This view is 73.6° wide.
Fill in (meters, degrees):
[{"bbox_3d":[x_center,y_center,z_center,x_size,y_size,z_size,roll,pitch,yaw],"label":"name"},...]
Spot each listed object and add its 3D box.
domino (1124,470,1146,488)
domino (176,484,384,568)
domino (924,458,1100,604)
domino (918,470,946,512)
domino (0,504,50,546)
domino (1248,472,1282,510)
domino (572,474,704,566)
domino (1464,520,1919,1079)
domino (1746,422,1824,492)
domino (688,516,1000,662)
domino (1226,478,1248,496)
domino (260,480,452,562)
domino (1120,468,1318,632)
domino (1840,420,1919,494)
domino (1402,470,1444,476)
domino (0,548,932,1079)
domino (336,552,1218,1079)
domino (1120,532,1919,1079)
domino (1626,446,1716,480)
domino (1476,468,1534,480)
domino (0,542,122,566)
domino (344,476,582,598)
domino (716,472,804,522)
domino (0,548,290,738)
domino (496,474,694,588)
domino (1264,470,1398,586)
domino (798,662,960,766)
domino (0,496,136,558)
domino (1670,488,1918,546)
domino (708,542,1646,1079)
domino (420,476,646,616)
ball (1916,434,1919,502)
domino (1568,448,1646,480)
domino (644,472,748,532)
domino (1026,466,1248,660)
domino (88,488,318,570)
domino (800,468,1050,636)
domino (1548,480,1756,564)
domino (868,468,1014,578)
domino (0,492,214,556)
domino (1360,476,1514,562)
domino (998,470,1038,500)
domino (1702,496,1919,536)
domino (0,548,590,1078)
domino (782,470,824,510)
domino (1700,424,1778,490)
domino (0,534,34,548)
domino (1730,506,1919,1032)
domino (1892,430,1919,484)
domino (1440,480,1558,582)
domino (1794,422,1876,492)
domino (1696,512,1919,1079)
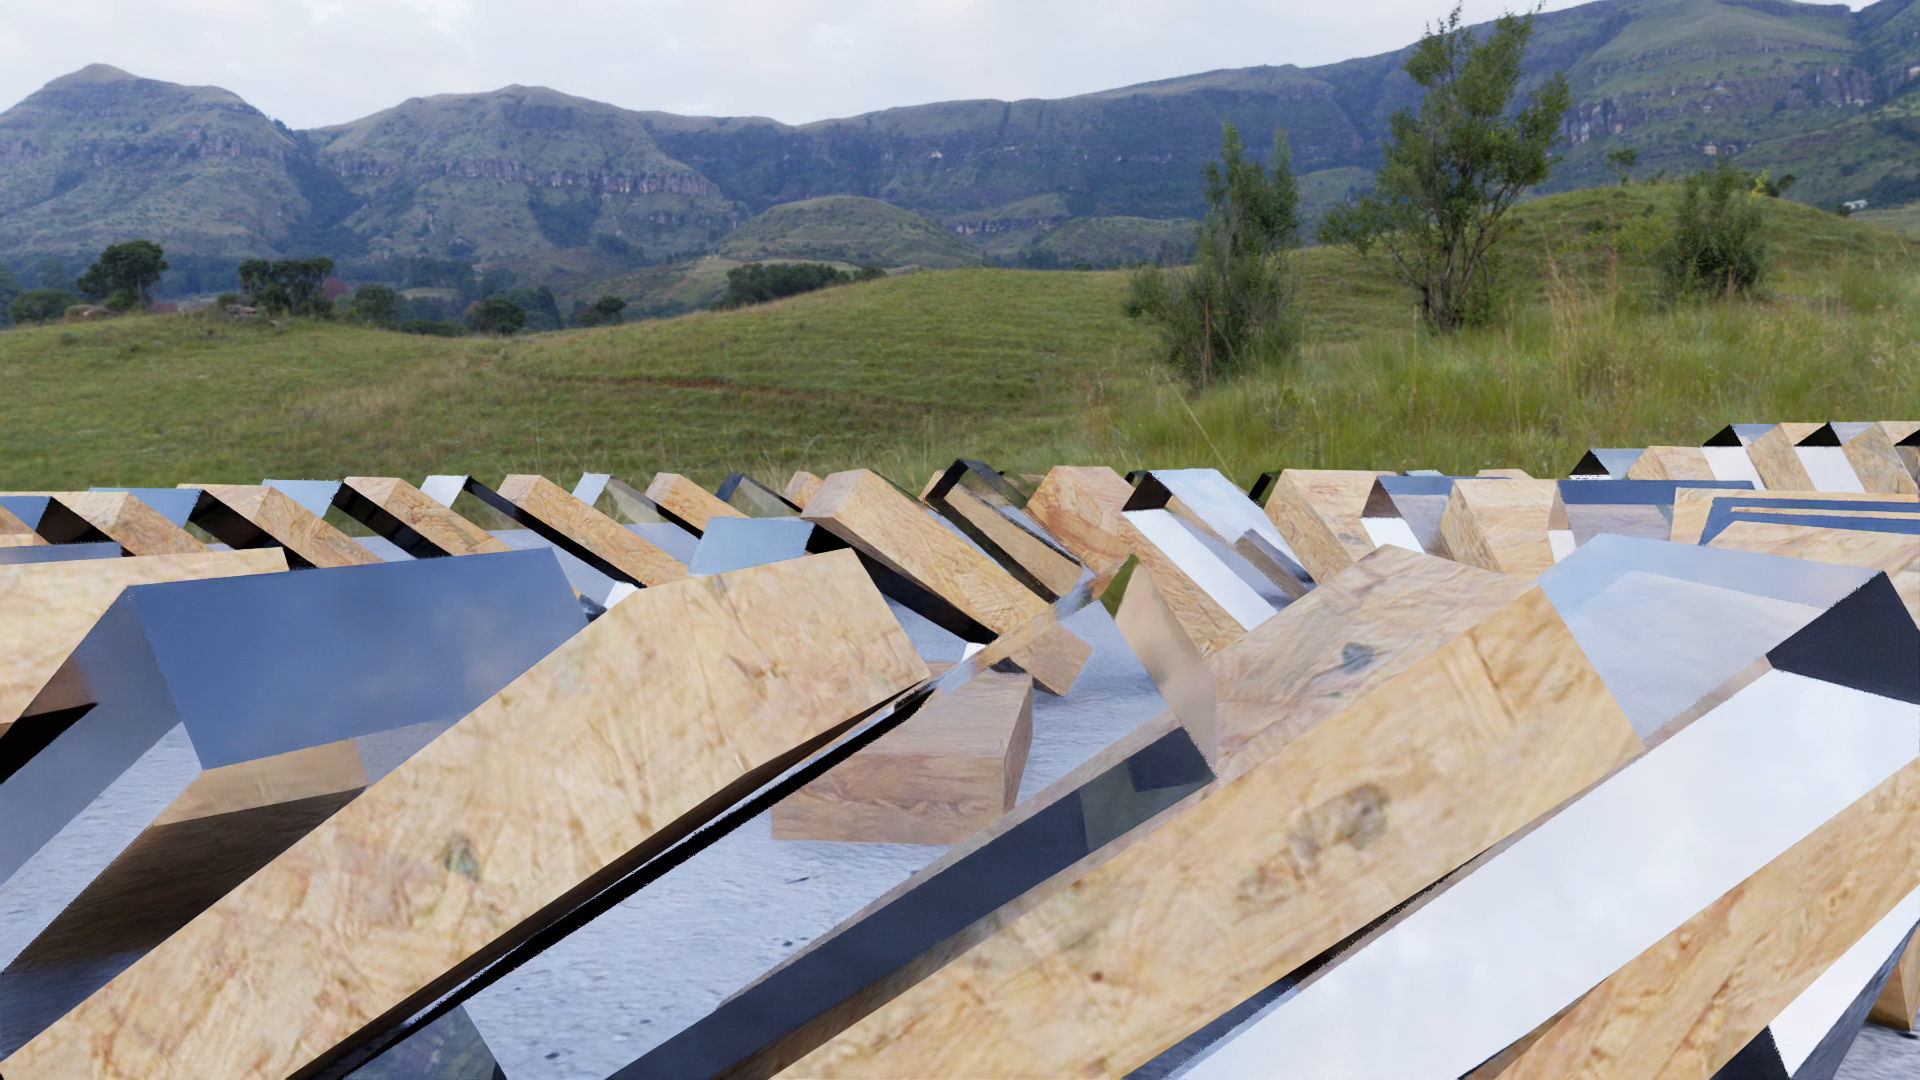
[{"bbox_3d":[0.068,-0.002,0.363,0.050,0.010,0.025,35,13,12],"label":"domino"},{"bbox_3d":[-0.126,0.006,0.252,0.025,0.009,0.050,2,-28,24],"label":"domino"},{"bbox_3d":[0.018,0.005,0.236,0.050,0.010,0.025,41,9,7],"label":"domino"},{"bbox_3d":[0.012,-0.003,0.368,0.050,0.009,0.025,33,5,0],"label":"domino"},{"bbox_3d":[-0.131,0.011,0.177,0.025,0.009,0.050,-1,-29,-1],"label":"domino"},{"bbox_3d":[0.104,-0.001,0.352,0.050,0.010,0.025,37,19,20],"label":"domino"},{"bbox_3d":[-0.074,0.000,0.329,0.050,0.010,0.025,35,-14,-28],"label":"domino"},{"bbox_3d":[0.046,0.018,0.085,0.050,0.010,0.025,-36,12,-9],"label":"domino"},{"bbox_3d":[0.194,-0.002,0.276,0.025,0.050,0.009,-1,-29,-17],"label":"domino"},{"bbox_3d":[-0.015,0.012,0.202,0.025,0.010,0.050,4,-22,44],"label":"domino"},{"bbox_3d":[0.087,-0.002,0.359,0.050,0.010,0.025,36,16,16],"label":"domino"},{"bbox_3d":[-0.120,0.005,0.269,0.025,0.009,0.050,2,-28,30],"label":"domino"},{"bbox_3d":[0.055,0.007,0.229,0.025,0.010,0.050,-5,44,-51],"label":"domino"},{"bbox_3d":[0.199,0.000,0.254,0.025,0.050,0.010,-1,-29,-17],"label":"domino"},{"bbox_3d":[0.139,0.000,0.336,0.050,0.009,0.025,41,27,28],"label":"domino"},{"bbox_3d":[-0.028,0.019,0.076,0.050,0.009,0.025,-35,-7,17],"label":"domino"},{"bbox_3d":[-0.009,0.019,0.074,0.050,0.010,0.025,-34,-3,12],"label":"domino"},{"bbox_3d":[0.028,0.019,0.078,0.050,0.009,0.025,-35,7,-1],"label":"domino"},{"bbox_3d":[0.183,-0.001,0.302,0.025,0.009,0.050,1,47,-17],"label":"domino"},{"bbox_3d":[0.155,0.000,0.326,0.025,0.010,0.050,-4,40,-44],"label":"domino"},{"bbox_3d":[-0.081,0.017,0.098,0.025,0.009,0.050,-4,-28,-40],"label":"domino"},{"bbox_3d":[-0.113,0.003,0.288,0.025,0.009,0.050,3,-28,41],"label":"domino"},{"bbox_3d":[-0.042,-0.001,0.349,0.050,0.010,0.025,33,-7,-18],"label":"domino"},{"bbox_3d":[-0.065,0.018,0.087,0.025,0.009,0.050,-6,-27,-48],"label":"domino"},{"bbox_3d":[-0.089,0.001,0.316,0.050,0.010,0.025,36,-18,-32],"label":"domino"},{"bbox_3d":[0.076,0.007,0.220,0.025,0.010,0.050,0,41,-22],"label":"domino"},{"bbox_3d":[-0.003,0.025,0.170,0.025,0.010,0.050,1,4,7],"label":"domino"},{"bbox_3d":[-0.134,0.010,0.196,0.025,0.010,0.050,0,-29,7],"label":"domino"},{"bbox_3d":[0.094,0.013,0.145,0.025,0.010,0.050,4,41,31],"label":"domino"},{"bbox_3d":[0.010,0.019,0.075,0.050,0.009,0.025,-34,2,4],"label":"domino"},{"bbox_3d":[-0.102,0.002,0.303,0.025,0.010,0.050,4,-27,48],"label":"domino"},{"bbox_3d":[0.170,-0.010,0.161,0.080,0.080,0.080,0,4,0],"label":"ball"},{"bbox_3d":[0.175,-0.002,0.313,0.025,0.010,0.050,-2,48,-19],"label":"domino"},{"bbox_3d":[-0.058,0.000,0.339,0.050,0.009,0.025,34,-11,-24],"label":"domino"},{"bbox_3d":[0.038,0.006,0.236,0.050,0.010,0.025,43,22,21],"label":"domino"},{"bbox_3d":[-0.130,0.008,0.233,0.025,0.010,0.050,1,-28,18],"label":"domino"},{"bbox_3d":[-0.002,0.007,0.222,0.050,0.010,0.025,37,-11,-16],"label":"domino"},{"bbox_3d":[0.094,0.011,0.166,0.025,0.009,0.050,1,41,13],"label":"domino"},{"bbox_3d":[-0.007,-0.002,0.363,0.050,0.009,0.025,33,-1,-9],"label":"domino"},{"bbox_3d":[-0.133,0.009,0.215,0.025,0.009,0.050,1,-29,13],"label":"domino"},{"bbox_3d":[0.085,0.009,0.203,0.025,0.009,0.050,0,40,-10],"label":"domino"},{"bbox_3d":[0.031,-0.003,0.368,0.050,0.010,0.025,33,8,5],"label":"domino"},{"bbox_3d":[0.085,0.015,0.128,0.025,0.009,0.050,4,41,40],"label":"domino"},{"bbox_3d":[-0.047,0.019,0.079,0.050,0.010,0.025,-37,-14,27],"label":"domino"},{"bbox_3d":[-0.025,-0.002,0.356,0.050,0.009,0.025,33,-5,-15],"label":"domino"},{"bbox_3d":[0.189,-0.002,0.286,0.025,0.050,0.009,-1,-29,-18],"label":"domino"},{"bbox_3d":[-0.094,0.017,0.111,0.025,0.010,0.050,-3,-28,-34],"label":"domino"},{"bbox_3d":[0.074,0.016,0.113,0.025,0.009,0.050,5,41,49],"label":"domino"},{"bbox_3d":[0.202,0.001,0.243,0.025,0.050,0.010,-1,-29,-17],"label":"domino"},{"bbox_3d":[0.090,0.010,0.185,0.025,0.009,0.050,0,40,-2],"label":"domino"},{"bbox_3d":[0.197,-0.001,0.265,0.025,0.050,0.010,-1,-29,-17],"label":"domino"},{"bbox_3d":[0.061,0.017,0.099,0.050,0.010,0.025,-41,23,-23],"label":"domino"}]
